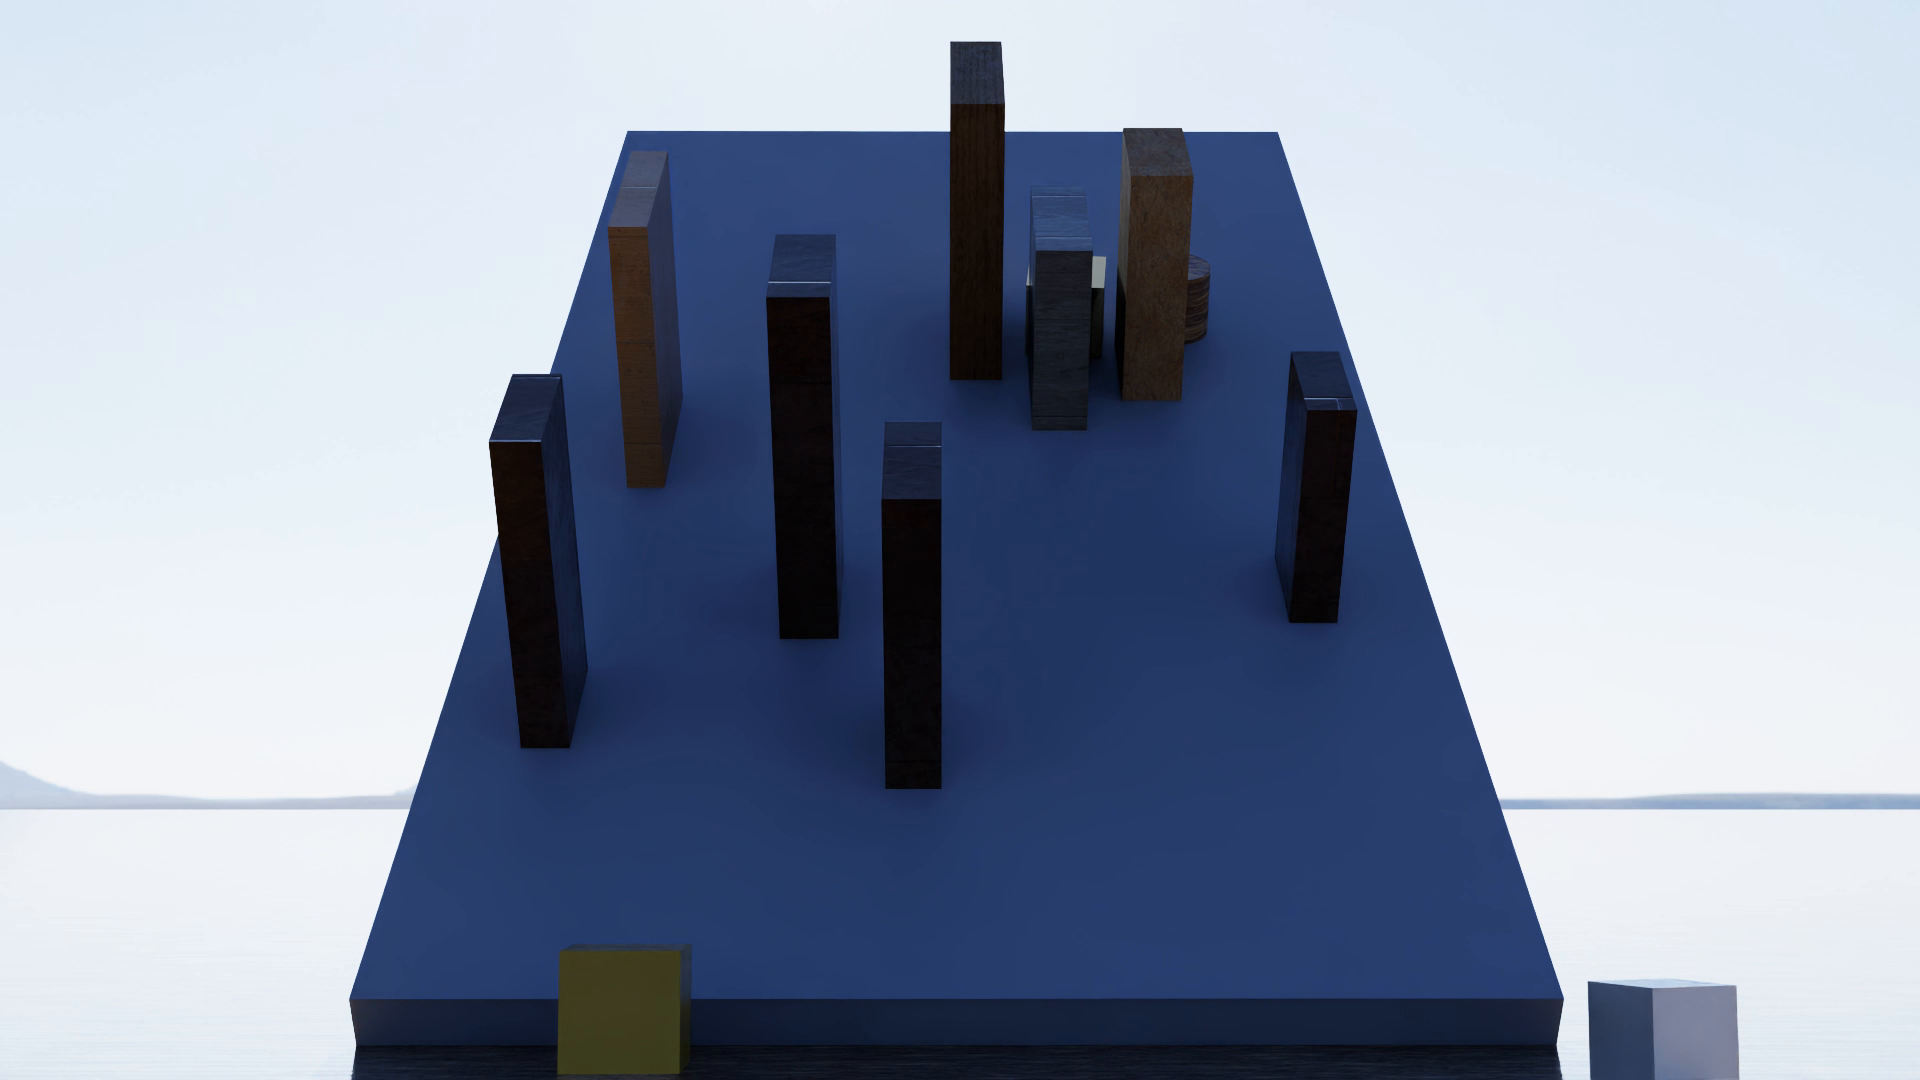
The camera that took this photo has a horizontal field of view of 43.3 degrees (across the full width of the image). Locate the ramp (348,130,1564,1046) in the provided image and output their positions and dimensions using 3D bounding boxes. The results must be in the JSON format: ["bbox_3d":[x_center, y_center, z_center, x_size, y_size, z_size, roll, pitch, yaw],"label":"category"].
[{"bbox_3d":[-0.013,-0.208,5.733,2.000,0.100,4.000,0,30,0],"label":"ramp"}]

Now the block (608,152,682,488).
[{"bbox_3d":[-0.711,-0.505,5.508,0.084,0.635,0.444,0,30,0],"label":"block"}]

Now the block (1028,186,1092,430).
[{"bbox_3d":[0.236,-0.557,5.779,0.129,0.460,0.394,0,30,0],"label":"block"}]

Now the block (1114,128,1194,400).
[{"bbox_3d":[0.464,-0.666,5.848,0.143,0.579,0.311,0,30,0],"label":"block"}]

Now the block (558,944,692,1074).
[{"bbox_3d":[-0.510,0.714,3.695,0.181,0.181,0.181,0,-6,-1],"label":"block"}]

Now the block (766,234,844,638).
[{"bbox_3d":[-0.307,-0.203,4.867,0.119,0.761,0.300,0,30,0],"label":"block"}]

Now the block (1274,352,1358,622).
[{"bbox_3d":[0.729,-0.108,4.979,0.098,0.492,0.264,0,30,0],"label":"block"}]

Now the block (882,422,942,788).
[{"bbox_3d":[-0.086,0.123,4.453,0.103,0.616,0.288,0,30,0],"label":"block"}]

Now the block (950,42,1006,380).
[{"bbox_3d":[0.039,-0.814,5.968,0.127,0.711,0.447,0,30,0],"label":"block"}]

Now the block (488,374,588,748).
[{"bbox_3d":[-0.787,0.043,4.544,0.092,0.657,0.271,0,30,0],"label":"block"}]

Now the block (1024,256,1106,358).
[{"bbox_3d":[0.267,-0.591,6.102,0.192,0.192,0.192,2,30,4],"label":"block"}]

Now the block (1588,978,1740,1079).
[{"bbox_3d":[0.999,0.704,3.439,0.146,0.146,0.146,3,-7,-22],"label":"block"}]

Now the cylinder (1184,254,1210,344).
[{"bbox_3d":[0.545,-0.615,6.160,0.177,0.177,0.177,0,30,0],"label":"cylinder"}]
